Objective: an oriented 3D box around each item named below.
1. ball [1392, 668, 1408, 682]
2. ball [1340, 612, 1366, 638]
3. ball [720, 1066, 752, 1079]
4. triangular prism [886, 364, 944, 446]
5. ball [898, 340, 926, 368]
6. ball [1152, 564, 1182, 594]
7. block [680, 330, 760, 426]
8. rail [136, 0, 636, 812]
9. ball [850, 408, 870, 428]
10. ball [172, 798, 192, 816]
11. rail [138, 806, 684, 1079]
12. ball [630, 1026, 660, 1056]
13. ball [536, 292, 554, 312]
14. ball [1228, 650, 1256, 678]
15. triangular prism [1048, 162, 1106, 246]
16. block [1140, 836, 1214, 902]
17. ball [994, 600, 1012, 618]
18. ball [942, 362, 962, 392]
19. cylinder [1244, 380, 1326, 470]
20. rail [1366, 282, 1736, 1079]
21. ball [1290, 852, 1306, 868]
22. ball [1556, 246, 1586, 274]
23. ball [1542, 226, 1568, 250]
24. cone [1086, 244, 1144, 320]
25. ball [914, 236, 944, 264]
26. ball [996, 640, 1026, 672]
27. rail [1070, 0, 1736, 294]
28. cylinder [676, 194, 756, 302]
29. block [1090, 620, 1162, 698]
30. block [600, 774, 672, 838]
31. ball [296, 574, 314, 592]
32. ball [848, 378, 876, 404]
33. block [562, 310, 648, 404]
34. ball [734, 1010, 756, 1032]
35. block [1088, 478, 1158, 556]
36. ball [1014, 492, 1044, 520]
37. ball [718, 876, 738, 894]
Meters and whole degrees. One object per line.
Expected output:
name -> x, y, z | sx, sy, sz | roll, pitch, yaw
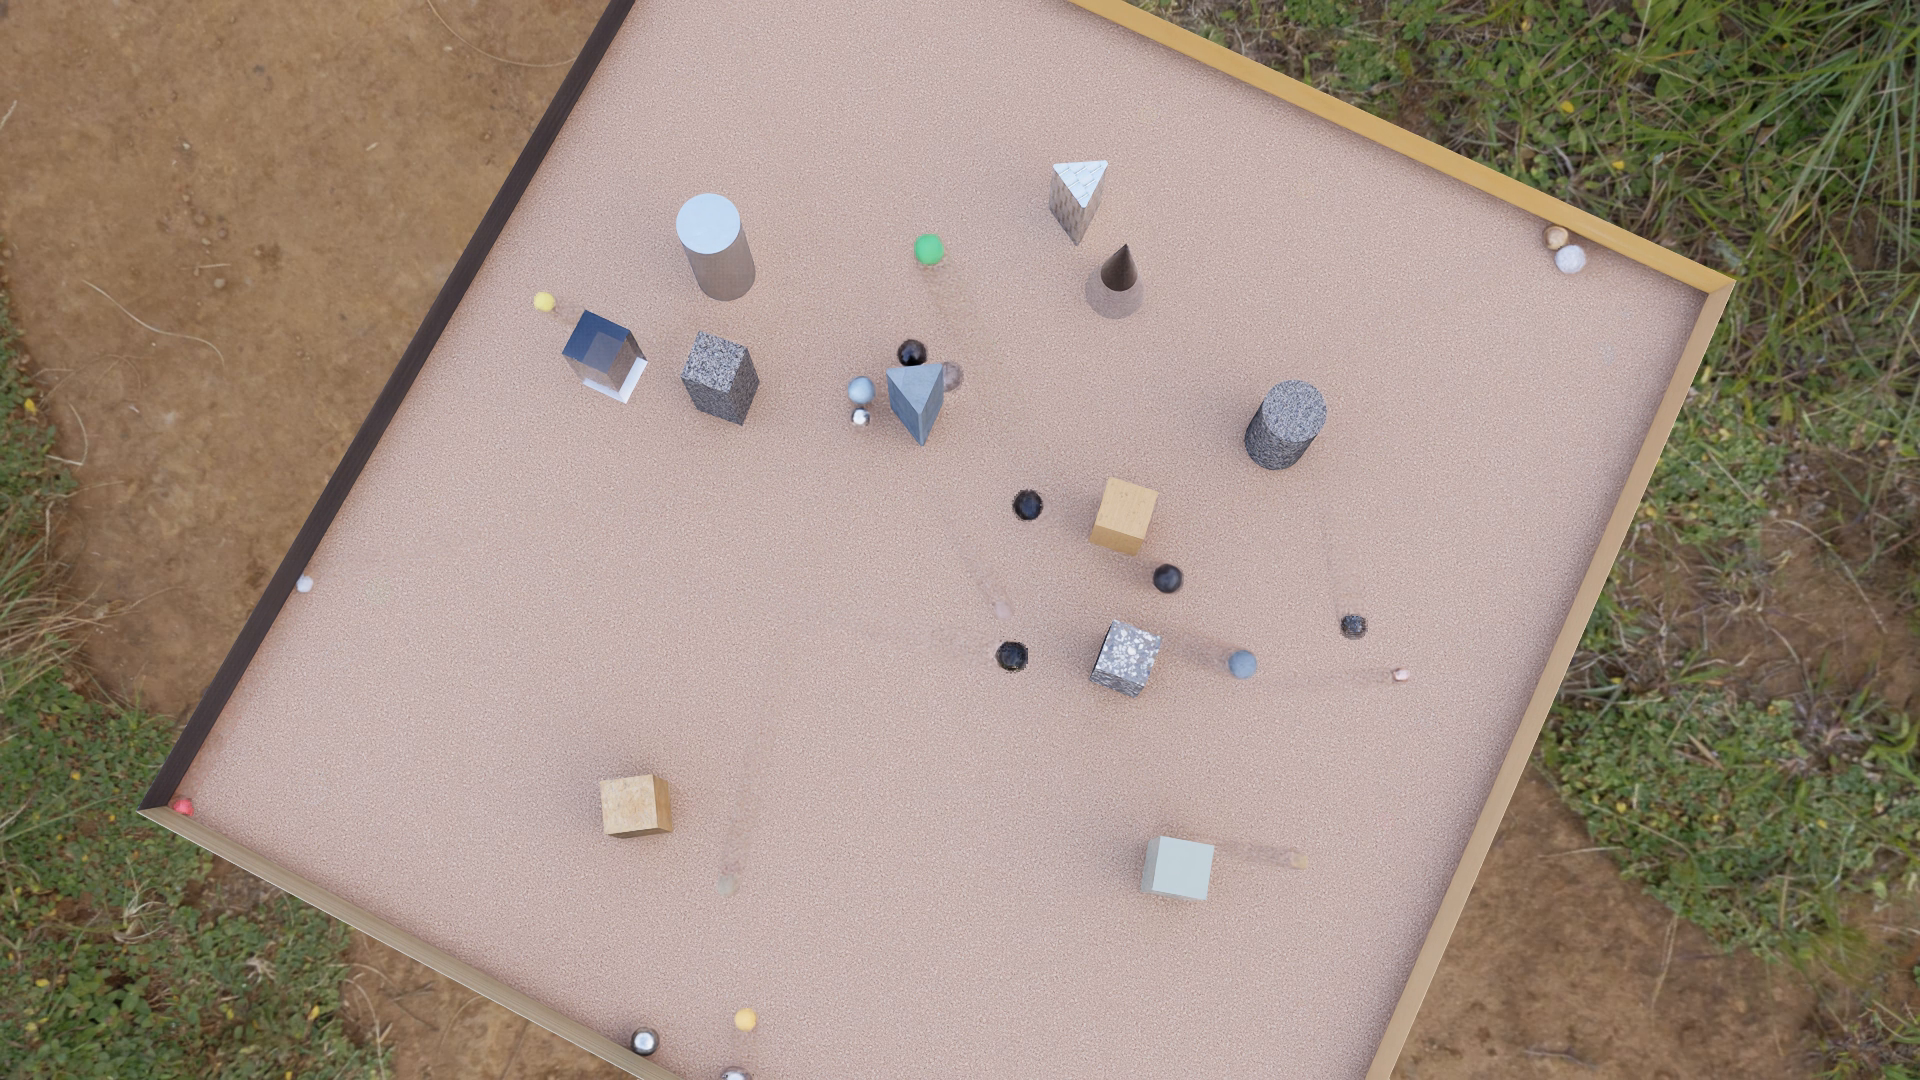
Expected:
ball -> 1.324, 0.406, 5.510 | 0.044, 0.044, 0.044 | 0, 78, 0
ball -> 1.186, 0.257, 5.525 | 0.074, 0.074, 0.074 | 0, 78, 0
ball -> -0.641, 1.556, 5.247 | 0.094, 0.094, 0.094 | 0, 78, 0
triangular prism -> -0.109, -0.433, 5.512 | 0.141, 0.379, 0.163 | -36, 81, -7
ball -> -0.149, -0.577, 5.689 | 0.091, 0.091, 0.091 | 0, 78, 0
ball -> 0.628, 0.117, 5.546 | 0.090, 0.090, 0.090 | 0, 78, 0
block -> -0.721, -0.485, 5.534 | 0.150, 0.358, 0.150 | 20, 79, 4
rail -> -1.572, -0.763, 5.711 | 0.045, 0.122, 3.598 | 26, 80, 5
ball -> -0.307, -0.376, 5.662 | 0.063, 0.063, 0.063 | 0, 78, 0
ball -> -2.301, 0.793, 5.425 | 0.054, 0.054, 0.054 | 0, 78, 0
rail -> -0.794, 1.561, 5.230 | 3.563, 0.122, 0.045 | 26, 80, 5
ball -> -0.907, 1.443, 5.275 | 0.084, 0.084, 0.084 | 0, 78, 0
ball -> -1.299, -0.745, 5.740 | 0.059, 0.059, 0.059 | 0, 78, 0
ball -> 0.844, 0.372, 5.497 | 0.083, 0.083, 0.083 | 0, 78, 0
triangular prism -> 0.385, -1.069, 5.673 | 0.141, 0.323, 0.163 | -33, 80, -6
block -> 0.618, 0.943, 5.243 | 0.150, 0.349, 0.150 | 10, 79, 2
ball -> 0.131, 0.211, 5.545 | 0.055, 0.055, 0.055 | 0, 78, 0
ball -> -0.041, -0.504, 5.674 | 0.092, 0.092, 0.092 | 0, 78, 0
cylinder -> 0.976, -0.342, 5.511 | 0.188, 0.344, 0.188 | 0, 78, 0
rail -> 1.572, 0.776, 5.392 | 0.045, 0.122, 3.598 | 26, 80, 5
ball -> 0.998, 0.944, 5.398 | 0.045, 0.045, 0.045 | 0, 78, 0
ball -> 1.918, -0.880, 5.753 | 0.089, 0.089, 0.089 | 0, 78, 0
ball -> 1.877, -0.953, 5.774 | 0.077, 0.077, 0.077 | 0, 78, 0
cone -> 0.488, -0.828, 5.574 | 0.188, 0.418, 0.188 | 0, 78, 0
ball -> -0.096, -0.910, 5.758 | 0.091, 0.091, 0.091 | 0, 78, 0
ball -> 0.153, 0.348, 5.498 | 0.091, 0.091, 0.091 | 0, 78, 0
rail -> 0.794, -1.548, 5.873 | 3.563, 0.122, 0.045 | 26, 80, 5
cylinder -> -0.739, -0.886, 5.584 | 0.188, 0.422, 0.188 | 0, 78, 0
block -> 0.486, 0.352, 5.395 | 0.150, 0.291, 0.150 | 21, 79, 4
block -> -0.936, 0.775, 5.313 | 0.150, 0.280, 0.150 | -7, 78, -2
ball -> -1.991, 0.131, 5.563 | 0.051, 0.051, 0.051 | 0, 78, 0
ball -> -0.303, -0.461, 5.668 | 0.086, 0.086, 0.086 | 0, 78, 0
block -> -1.076, -0.554, 5.570 | 0.150, 0.316, 0.150 | 25, 79, 5
ball -> -0.621, 1.389, 5.298 | 0.062, 0.062, 0.062 | 0, 78, 0
block -> 0.488, -0.068, 5.498 | 0.150, 0.259, 0.150 | 18, 79, 4
ball -> 0.209, -0.105, 5.593 | 0.089, 0.089, 0.089 | 0, 78, 0
ball -> -0.681, 1.013, 5.378 | 0.057, 0.057, 0.057 | 0, 78, 0
